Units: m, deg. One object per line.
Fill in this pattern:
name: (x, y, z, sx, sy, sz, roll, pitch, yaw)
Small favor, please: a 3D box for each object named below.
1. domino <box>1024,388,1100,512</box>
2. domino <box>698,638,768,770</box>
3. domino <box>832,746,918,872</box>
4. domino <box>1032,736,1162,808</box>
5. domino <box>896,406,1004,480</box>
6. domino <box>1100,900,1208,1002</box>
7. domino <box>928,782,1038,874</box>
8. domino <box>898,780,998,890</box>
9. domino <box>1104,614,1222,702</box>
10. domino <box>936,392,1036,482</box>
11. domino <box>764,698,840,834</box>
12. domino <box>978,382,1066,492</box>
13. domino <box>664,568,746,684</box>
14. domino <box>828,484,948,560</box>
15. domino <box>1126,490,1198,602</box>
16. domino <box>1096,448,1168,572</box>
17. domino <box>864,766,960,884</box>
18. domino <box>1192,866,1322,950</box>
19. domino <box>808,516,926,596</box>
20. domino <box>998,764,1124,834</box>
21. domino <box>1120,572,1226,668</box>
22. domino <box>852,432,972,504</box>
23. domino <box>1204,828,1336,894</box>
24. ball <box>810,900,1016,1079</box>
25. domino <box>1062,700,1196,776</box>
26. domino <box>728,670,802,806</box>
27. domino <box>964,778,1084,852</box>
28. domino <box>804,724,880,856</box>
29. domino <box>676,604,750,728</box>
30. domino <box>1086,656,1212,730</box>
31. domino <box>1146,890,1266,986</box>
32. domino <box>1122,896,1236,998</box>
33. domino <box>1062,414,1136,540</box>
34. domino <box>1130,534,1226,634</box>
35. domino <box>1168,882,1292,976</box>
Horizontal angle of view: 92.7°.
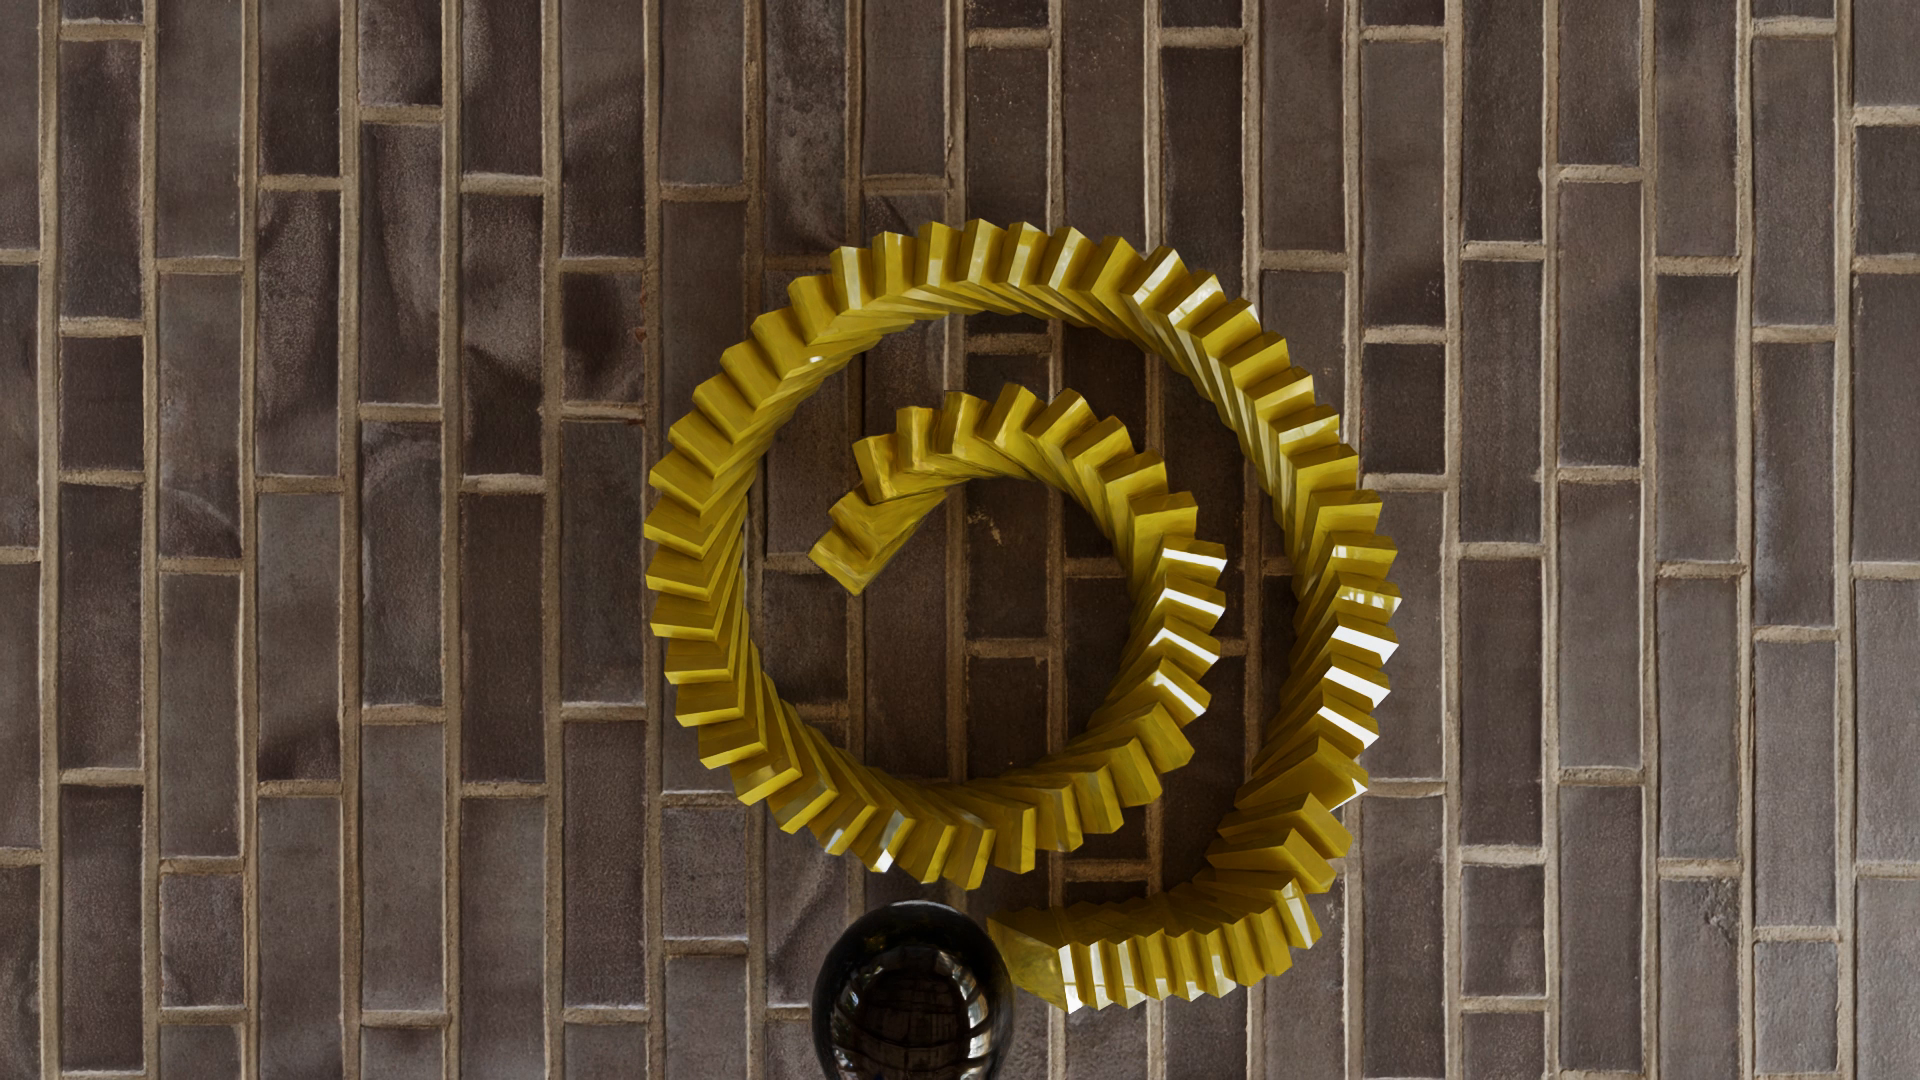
domino: (0.049, -0.036, 0.379, 0.025, 0.009, 0.050, -45, 132, -3)
domino: (-0.095, 0.067, 0.381, 0.025, 0.010, 0.050, -17, 51, 1)
domino: (-0.042, 0.111, 0.381, 0.050, 0.010, 0.025, 33, 90, 38)
domino: (0.056, 0.099, 0.380, 0.050, 0.009, 0.025, -24, 91, 39)
domino: (-0.003, -0.039, 0.379, 0.050, 0.010, 0.025, 1, 86, -43)
domino: (0.077, 0.168, 0.376, 0.009, 0.050, 0.025, -13, 90, -32)
domino: (0.008, 0.118, 0.380, 0.050, 0.010, 0.025, 2, 90, 40)
domino: (-0.010, 0.121, 0.381, 0.050, 0.009, 0.025, 18, 91, 39)
domino: (0.083, 0.055, 0.380, 0.025, 0.009, 0.050, 28, 130, 0)
domino: (0.014, -0.042, 0.379, 0.050, 0.010, 0.025, 13, 87, -43)
domino: (-0.072, 0.093, 0.381, 0.025, 0.009, 0.050, -39, 51, 0)
domino: (0.032, -0.042, 0.379, 0.050, 0.010, 0.025, 29, 87, -43)
domino: (-0.105, 0.035, 0.381, 0.025, 0.010, 0.050, -3, 52, 0)
domino: (-0.029, -0.015, 0.379, 0.025, 0.050, 0.010, 49, 134, 0)
domino: (0.083, 0.004, 0.379, 0.025, 0.009, 0.050, -9, 133, -1)
domino: (0.074, -0.012, 0.380, 0.025, 0.009, 0.050, -21, 131, -1)
domino: (-0.025, 0.117, 0.380, 0.050, 0.009, 0.025, 23, 91, 39)
domino: (0.121, 0.150, 0.376, 0.010, 0.050, 0.025, -25, 90, -32)
domino: (-0.037, -0.001, 0.378, 0.025, 0.050, 0.009, 40, 133, 0)
domino: (0.041, 0.108, 0.381, 0.050, 0.010, 0.025, -15, 90, 39)
domino: (0.087, 0.038, 0.380, 0.025, 0.010, 0.050, 19, 130, -1)
domino: (-0.019, -0.032, 0.379, 0.050, 0.010, 0.025, -16, 88, -45)
domino: (0.126, 0.133, 0.376, 0.025, 0.050, 0.009, 46, 58, 0)
ball: (-0.018, 0.184, 0.360, 0.080, 0.080, 0.080, 0, 90, 0)
domino: (0.069, 0.087, 0.380, 0.050, 0.010, 0.025, -35, 90, 40)
domino: (-0.085, 0.081, 0.380, 0.025, 0.009, 0.050, -29, 51, 0)
domino: (0.026, 0.113, 0.381, 0.050, 0.010, 0.025, -9, 90, 39)
domino: (-0.057, 0.103, 0.381, 0.025, 0.009, 0.050, -49, 52, 0)
domino: (-0.102, 0.051, 0.381, 0.025, 0.010, 0.050, -8, 52, 1)
domino: (0.077, 0.071, 0.380, 0.025, 0.009, 0.050, 39, 131, 0)
domino: (0.099, 0.163, 0.376, 0.009, 0.050, 0.025, -16, 90, -32)
domino: (0.088, 0.166, 0.376, 0.009, 0.050, 0.025, -13, 91, -32)
domino: (0.062, -0.025, 0.380, 0.025, 0.010, 0.050, -33, 132, -2)
domino: (0.089, 0.021, 0.380, 0.025, 0.010, 0.050, 10, 131, -1)
domino: (0.110, 0.159, 0.376, 0.010, 0.050, 0.025, -16, 90, -32)
